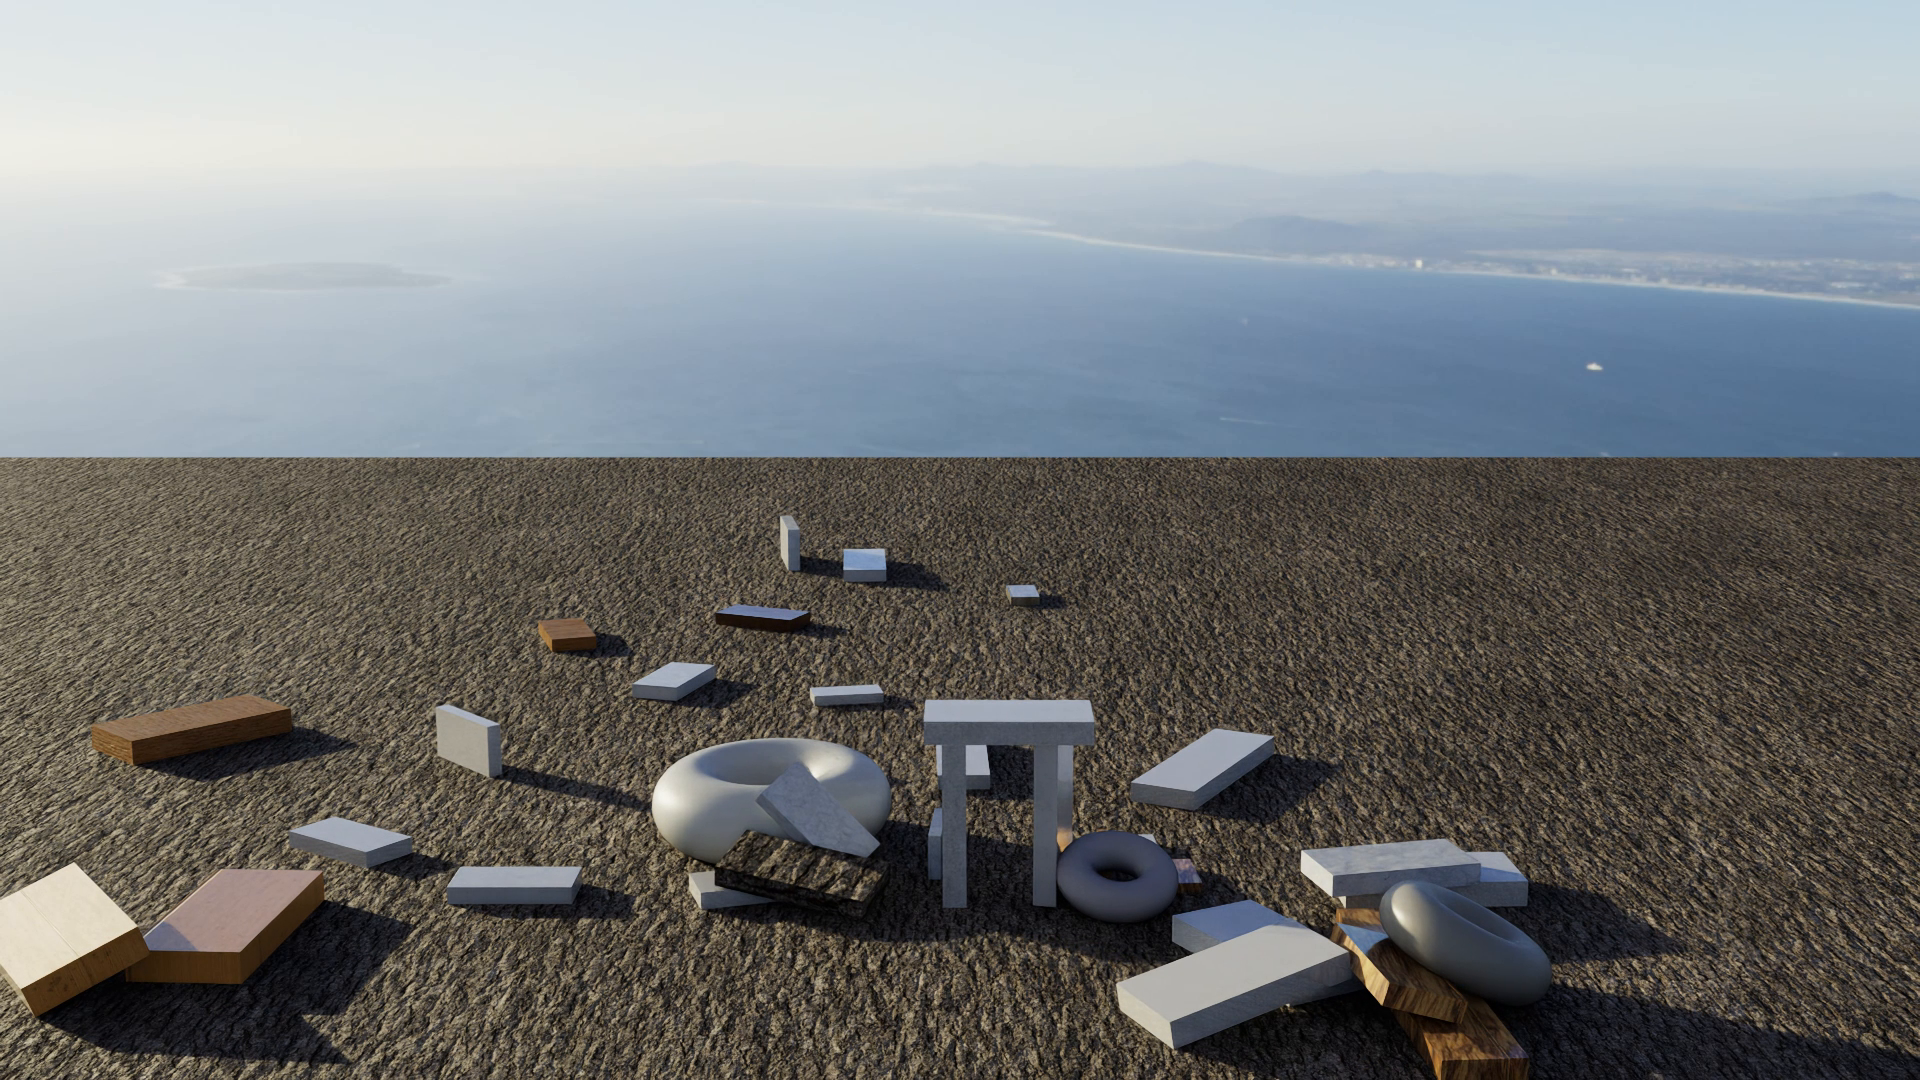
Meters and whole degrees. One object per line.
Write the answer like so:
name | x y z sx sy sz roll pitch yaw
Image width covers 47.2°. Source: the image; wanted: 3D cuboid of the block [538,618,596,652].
block | -0.981 0.236 5.491 0.109 0.031 0.218 -4 11 -19

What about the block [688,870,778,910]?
block | -0.342 0.576 3.668 0.203 0.029 0.101 -3 11 -17

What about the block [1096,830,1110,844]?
block | 0.245 0.543 3.752 0.017 0.062 0.123 3 11 0

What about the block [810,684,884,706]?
block | -0.254 0.347 4.918 0.155 0.022 0.077 -2 11 -11

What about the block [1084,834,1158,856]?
block | 0.284 0.540 3.891 0.123 0.017 0.062 -1 11 -3

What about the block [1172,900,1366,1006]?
block | 0.471 0.627 3.356 0.150 0.043 0.301 -6 12 -28

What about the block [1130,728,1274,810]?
block | 0.483 0.448 4.332 0.130 0.037 0.433 6 12 27

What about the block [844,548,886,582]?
block | -0.276 0.072 6.363 0.121 0.034 0.313 -1 11 -3

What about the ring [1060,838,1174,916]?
ring | 0.257 0.550 3.597 0.202 0.067 0.202 25 3 -1

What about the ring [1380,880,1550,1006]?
ring | 0.739 0.589 3.221 0.268 0.089 0.268 26 7 -4

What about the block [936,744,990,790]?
block | 0.003 0.437 4.415 0.101 0.029 0.340 0 11 -1

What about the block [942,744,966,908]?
block | -0.009 0.454 3.644 0.039 0.275 0.138 0 11 0

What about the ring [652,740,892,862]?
ring | -0.337 0.468 3.946 0.429 0.143 0.429 -1 11 0

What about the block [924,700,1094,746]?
block | 0.080 0.300 3.617 0.275 0.039 0.138 0 11 0

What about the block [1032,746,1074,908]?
block | 0.155 0.454 3.649 0.039 0.275 0.138 3 11 13

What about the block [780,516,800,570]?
block | -0.500 0.008 6.473 0.034 0.121 0.241 -2 11 -10

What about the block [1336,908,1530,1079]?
block | 0.680 0.656 3.221 0.120 0.034 0.583 -1 11 -4

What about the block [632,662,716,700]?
block | -0.653 0.322 5.026 0.109 0.031 0.218 3 11 16

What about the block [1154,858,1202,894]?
block | 0.370 0.570 3.730 0.062 0.017 0.123 -1 11 -4

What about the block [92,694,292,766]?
block | -1.602 0.393 4.593 0.176 0.050 0.353 10 14 42

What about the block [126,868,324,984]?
block | -1.150 0.603 3.460 0.176 0.050 0.367 1 11 3

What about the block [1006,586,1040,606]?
block | 0.170 0.150 5.981 0.077 0.022 0.155 -1 11 -4

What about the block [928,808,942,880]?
block | -0.038 0.525 3.807 0.022 0.077 0.155 1 11 4

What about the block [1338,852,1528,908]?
block | 0.778 0.567 3.674 0.301 0.043 0.150 0 11 -2

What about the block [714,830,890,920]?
block | -0.259 0.551 3.627 0.259 0.037 0.130 11 23 16

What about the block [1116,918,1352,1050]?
block | 0.394 0.634 3.163 0.301 0.043 0.150 -16 17 -22

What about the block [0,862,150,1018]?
block | -1.370 0.600 3.330 0.176 0.050 0.353 -29 24 -29

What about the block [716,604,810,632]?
block | -0.508 0.201 5.677 0.218 0.031 0.109 5 11 24

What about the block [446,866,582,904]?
block | -0.741 0.576 3.667 0.205 0.029 0.103 0 11 0

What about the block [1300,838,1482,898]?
block | 0.707 0.538 3.615 0.259 0.037 0.130 -3 11 -14

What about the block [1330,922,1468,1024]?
block | 0.625 0.618 3.150 0.120 0.034 0.239 15 8 -11

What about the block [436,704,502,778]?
block | -0.984 0.401 4.404 0.029 0.103 0.205 -9 14 -41

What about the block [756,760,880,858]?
block | -0.241 0.480 3.740 0.101 0.202 0.029 -41 -6 -43

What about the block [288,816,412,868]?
block | -1.079 0.534 3.891 0.205 0.029 0.103 7 13 34
